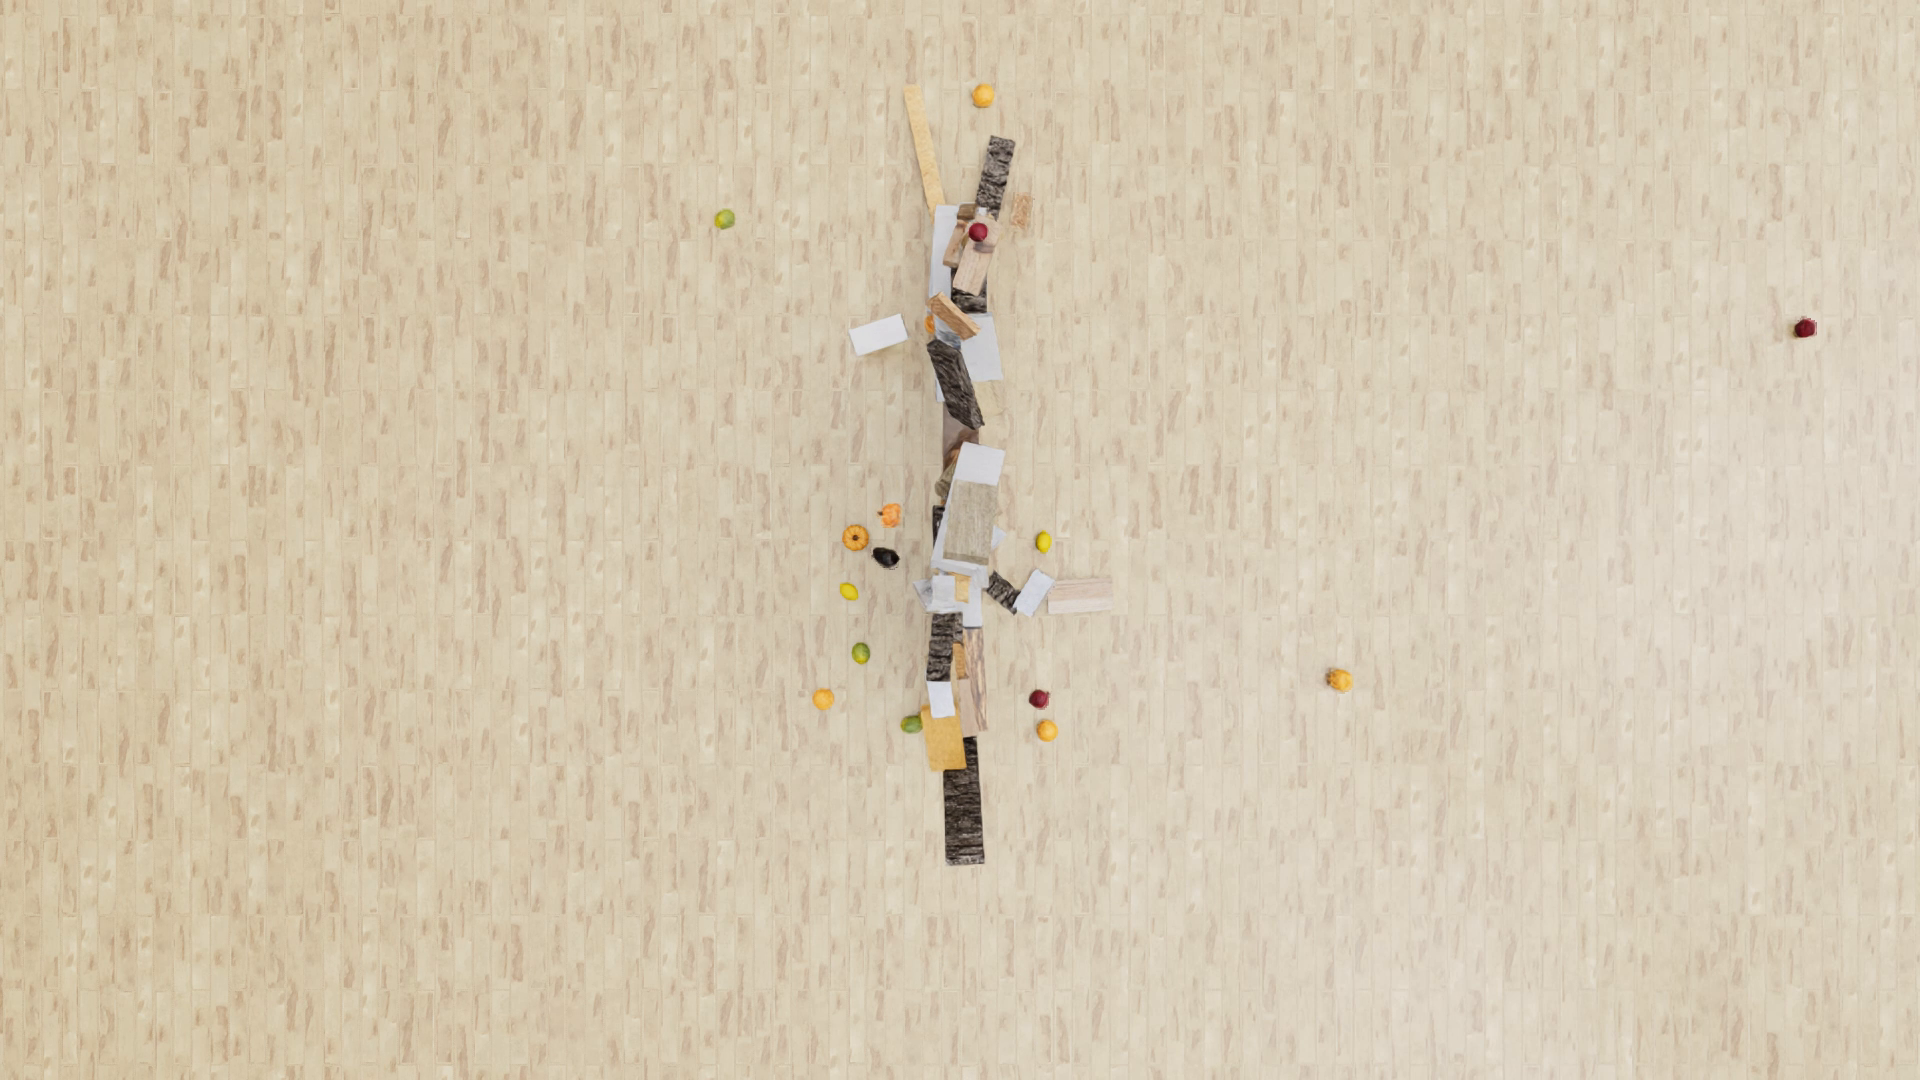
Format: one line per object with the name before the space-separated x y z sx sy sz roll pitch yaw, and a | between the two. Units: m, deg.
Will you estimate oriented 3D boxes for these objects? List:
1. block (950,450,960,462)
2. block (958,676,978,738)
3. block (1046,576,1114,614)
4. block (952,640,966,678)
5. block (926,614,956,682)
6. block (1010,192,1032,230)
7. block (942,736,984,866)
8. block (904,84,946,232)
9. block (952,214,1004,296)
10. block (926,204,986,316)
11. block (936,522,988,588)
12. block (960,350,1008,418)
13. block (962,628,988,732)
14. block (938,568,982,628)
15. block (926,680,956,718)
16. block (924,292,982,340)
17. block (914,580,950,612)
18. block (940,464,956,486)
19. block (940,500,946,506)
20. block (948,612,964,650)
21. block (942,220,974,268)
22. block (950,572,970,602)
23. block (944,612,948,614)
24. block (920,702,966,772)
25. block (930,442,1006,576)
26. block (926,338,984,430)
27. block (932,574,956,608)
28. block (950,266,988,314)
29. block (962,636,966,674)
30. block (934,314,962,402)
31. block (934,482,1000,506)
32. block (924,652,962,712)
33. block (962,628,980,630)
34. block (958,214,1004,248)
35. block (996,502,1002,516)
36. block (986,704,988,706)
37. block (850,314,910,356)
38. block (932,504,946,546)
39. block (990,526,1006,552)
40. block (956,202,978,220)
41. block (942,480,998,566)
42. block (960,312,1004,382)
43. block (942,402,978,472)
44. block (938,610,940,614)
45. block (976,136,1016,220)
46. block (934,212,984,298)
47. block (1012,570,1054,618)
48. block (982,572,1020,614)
block | 0.023 -0.251 5.390 0.064 0.128 0.018 -9 133 -23
block | -0.004 0.502 4.929 0.090 0.025 0.179 -9 102 2
block | 0.399 0.184 5.485 0.218 0.031 0.109 -4 90 0
block | -0.032 0.395 4.932 0.090 0.025 0.179 -7 103 1
block | -0.055 0.315 4.859 0.068 0.019 0.216 1 57 7
block | 0.202 -1.086 5.456 0.057 0.016 0.114 9 112 0
block | 0.004 0.712 4.964 0.109 0.786 0.031 -4 118 0
block | -0.081 -1.123 5.459 0.057 0.016 0.792 -12 86 -4
block | 0.055 -0.874 5.053 0.085 0.024 0.234 22 107 8
block | -0.009 -0.910 5.390 0.163 0.046 0.360 4 84 5
block | 0.008 0.045 5.145 0.124 0.035 0.247 -4 51 -10
block | 0.069 -0.513 5.324 0.113 0.032 0.226 -18 111 1
block | 0.001 0.427 4.991 0.154 0.044 0.308 -3 86 0
block | -0.002 0.146 5.263 0.134 0.038 0.268 -2 78 -1
block | -0.057 0.452 4.845 0.068 0.019 0.136 -9 82 4
block | -0.022 -0.689 5.087 0.171 0.086 0.024 41 66 -18
block | -0.087 0.166 4.993 0.073 0.148 0.021 -7 120 -15
block | -0.004 -0.199 5.317 0.064 0.128 0.018 -49 133 -13
block | 0.002 -0.016 5.400 0.134 0.038 0.268 0 51 0
block | -0.018 0.273 4.936 0.054 0.015 0.109 -3 92 0
block | 0.010 -0.923 5.162 0.086 0.024 0.171 15 61 8
block | -0.001 0.118 5.048 0.063 0.018 0.170 4 49 -2
block | -0.018 0.272 4.973 0.054 0.015 0.109 -3 86 0
block | -0.047 0.587 4.912 0.109 0.031 0.218 -6 117 4
block | 0.027 -0.102 5.160 0.141 0.040 0.484 13 53 2
block | -0.014 -0.490 5.209 0.040 0.141 0.282 -35 131 -19
block | -0.050 0.152 4.962 0.068 0.136 0.019 5 122 -3
block | 0.028 -0.809 5.194 0.113 0.032 0.226 0 88 7
block | -0.011 0.346 4.954 0.054 0.015 0.109 -1 91 0
block | 0.001 -0.615 5.345 0.163 0.046 0.327 -1 104 -2
block | 0.023 -0.138 5.331 0.124 0.248 0.035 -11 116 -20
block | -0.051 0.426 4.886 0.090 0.025 0.179 -6 102 4
block | -0.004 0.309 5.195 0.154 0.342 0.044 -1 96 0
block | 0.070 -0.942 5.147 0.086 0.024 0.171 55 47 -18
block | 0.076 -0.125 5.223 0.063 0.018 0.126 -18 58 -24
block | 0.006 0.503 5.162 0.154 0.308 0.044 -2 101 0
block | -0.255 -0.648 5.204 0.171 0.024 0.086 -17 98 6
block | -0.022 -0.020 5.272 0.124 0.248 0.035 2 129 -5
block | 0.081 0.007 5.128 0.063 0.018 0.126 35 59 23
block | 0.024 -1.060 5.323 0.057 0.114 0.016 -2 121 9
block | 0.033 -0.056 5.077 0.141 0.040 0.282 9 53 -1
block | 0.065 -0.608 5.213 0.113 0.032 0.226 -5 125 9
block | 0.002 -0.348 5.454 0.120 0.034 0.239 1 104 -1
block | 0.001 0.140 5.384 0.134 0.268 0.038 1 129 0
block | 0.070 -1.011 5.437 0.086 0.024 0.654 13 85 -1
block | 0.000 -0.893 5.295 0.163 0.046 0.327 -2 68 6
block | 0.242 0.176 5.462 0.073 0.021 0.146 33 92 7
block | 0.146 0.176 5.490 0.146 0.021 0.073 40 90 0
